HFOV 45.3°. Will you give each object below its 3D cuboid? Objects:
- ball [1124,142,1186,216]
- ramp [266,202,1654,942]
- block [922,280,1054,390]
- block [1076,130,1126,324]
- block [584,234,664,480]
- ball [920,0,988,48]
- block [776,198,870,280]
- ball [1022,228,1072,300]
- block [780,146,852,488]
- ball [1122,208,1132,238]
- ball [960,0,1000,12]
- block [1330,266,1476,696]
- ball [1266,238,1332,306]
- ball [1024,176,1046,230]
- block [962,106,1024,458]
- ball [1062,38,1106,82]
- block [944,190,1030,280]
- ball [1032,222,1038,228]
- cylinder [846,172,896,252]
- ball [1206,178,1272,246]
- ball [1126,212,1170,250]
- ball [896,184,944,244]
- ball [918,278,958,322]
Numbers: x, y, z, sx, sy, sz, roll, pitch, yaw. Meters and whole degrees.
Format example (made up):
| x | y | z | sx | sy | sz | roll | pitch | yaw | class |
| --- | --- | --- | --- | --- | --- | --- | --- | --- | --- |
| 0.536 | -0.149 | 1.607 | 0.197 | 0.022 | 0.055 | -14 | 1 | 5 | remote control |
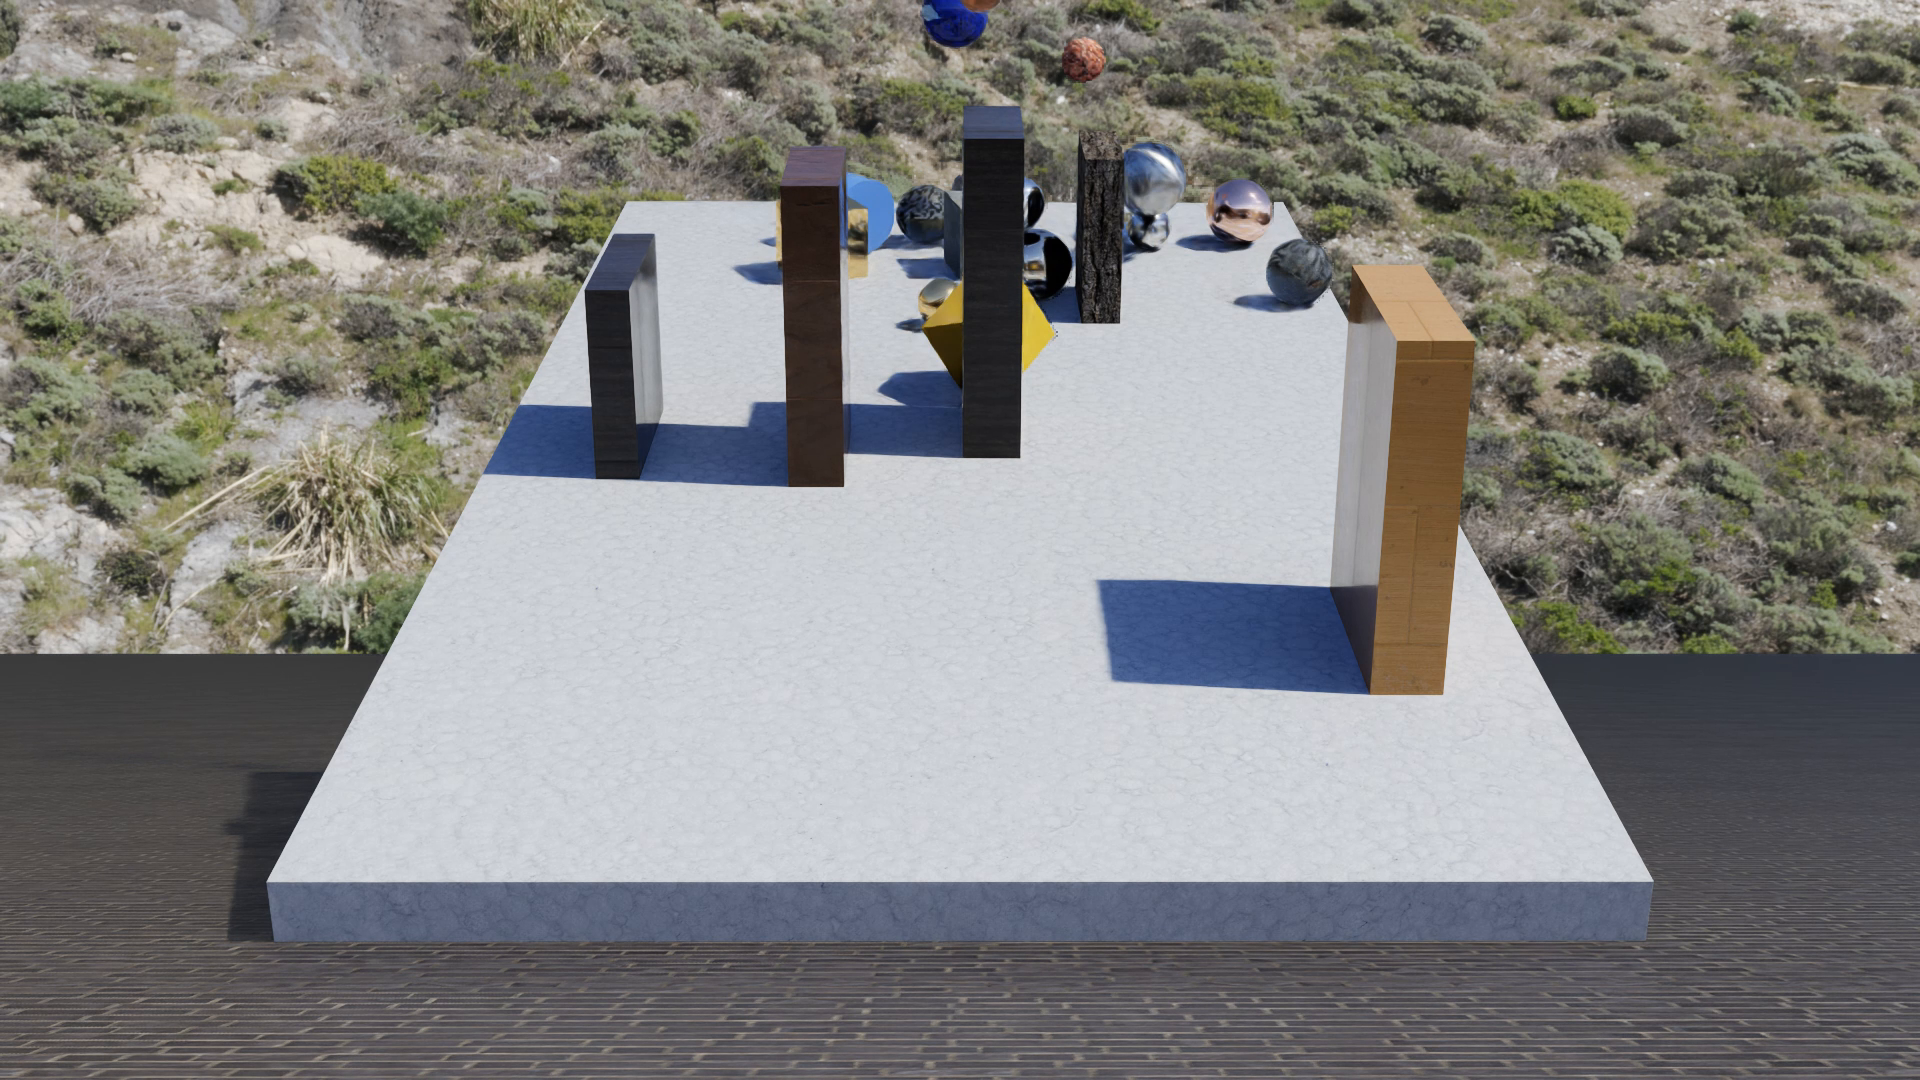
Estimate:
| x | y | z | sx | sy | sz | roll | pitch | yaw | class |
| --- | --- | --- | --- | --- | --- | --- | --- | --- | --- |
| 0.520 | -0.993 | 6.336 | 0.204 | 0.204 | 0.204 | 0 | -3 | 0 | ball |
| -0.007 | -0.223 | 5.187 | 2.000 | 0.100 | 4.000 | 0 | 22 | 0 | ramp |
| 0.066 | -0.482 | 5.310 | 0.181 | 0.181 | 0.181 | -3 | 40 | 47 | block |
| 0.358 | -0.808 | 5.923 | 0.099 | 0.423 | 0.329 | 0 | 22 | 0 | block |
| -0.718 | -0.402 | 4.949 | 0.091 | 0.410 | 0.445 | 0 | 22 | 0 | block |
| -0.015 | -1.559 | 6.820 | 0.201 | 0.201 | 0.201 | 0 | -3 | 0 | ball |
| -0.374 | -0.819 | 6.249 | 0.192 | 0.192 | 0.192 | -10 | 25 | -23 | block |
| 0.199 | -0.721 | 6.023 | 0.186 | 0.186 | 0.186 | 0 | -3 | 0 | ball |
| -0.298 | -0.470 | 4.820 | 0.116 | 0.636 | 0.350 | 0 | 22 | 0 | block |
| 0.474 | -0.950 | 6.611 | 0.162 | 0.162 | 0.162 | 0 | -3 | 0 | ball |
| 0.054 | -1.525 | 6.371 | 0.130 | 0.130 | 0.130 | 0 | -3 | 0 | ball |
| 0.753 | -0.111 | 3.970 | 0.124 | 0.624 | 0.443 | 0 | 22 | 0 | block |
| 0.881 | -0.697 | 5.987 | 0.171 | 0.171 | 0.171 | 0 | -3 | 0 | ball |
| 0.151 | -0.870 | 5.949 | 0.139 | 0.139 | 0.139 | 0 | -3 | 0 | ball |
| 0.068 | -0.556 | 4.957 | 0.124 | 0.693 | 0.320 | 0 | 22 | 0 | block |
| 0.340 | -1.323 | 6.343 | 0.121 | 0.121 | 0.121 | 0 | -3 | 0 | ball |
| 0.076 | -0.837 | 6.288 | 0.199 | 0.199 | 0.199 | -5 | 23 | -11 | block |
| 0.133 | -0.935 | 6.542 | 0.186 | 0.186 | 0.186 | 0 | -3 | 0 | ball |
| -0.330 | -0.934 | 6.507 | 0.208 | 0.208 | 0.208 | 2 | 15 | -43 | cylinder |
| 0.793 | -0.931 | 6.534 | 0.187 | 0.187 | 0.187 | 0 | -3 | 0 | ball |
| 0.533 | -0.883 | 6.499 | 0.124 | 0.124 | 0.124 | 0 | -3 | 0 | ball |
| -0.098 | -0.924 | 6.539 | 0.168 | 0.168 | 0.168 | 0 | -3 | 0 | ball |
| -0.046 | -0.597 | 5.805 | 0.122 | 0.122 | 0.122 | 0 | -3 | 0 | ball |
